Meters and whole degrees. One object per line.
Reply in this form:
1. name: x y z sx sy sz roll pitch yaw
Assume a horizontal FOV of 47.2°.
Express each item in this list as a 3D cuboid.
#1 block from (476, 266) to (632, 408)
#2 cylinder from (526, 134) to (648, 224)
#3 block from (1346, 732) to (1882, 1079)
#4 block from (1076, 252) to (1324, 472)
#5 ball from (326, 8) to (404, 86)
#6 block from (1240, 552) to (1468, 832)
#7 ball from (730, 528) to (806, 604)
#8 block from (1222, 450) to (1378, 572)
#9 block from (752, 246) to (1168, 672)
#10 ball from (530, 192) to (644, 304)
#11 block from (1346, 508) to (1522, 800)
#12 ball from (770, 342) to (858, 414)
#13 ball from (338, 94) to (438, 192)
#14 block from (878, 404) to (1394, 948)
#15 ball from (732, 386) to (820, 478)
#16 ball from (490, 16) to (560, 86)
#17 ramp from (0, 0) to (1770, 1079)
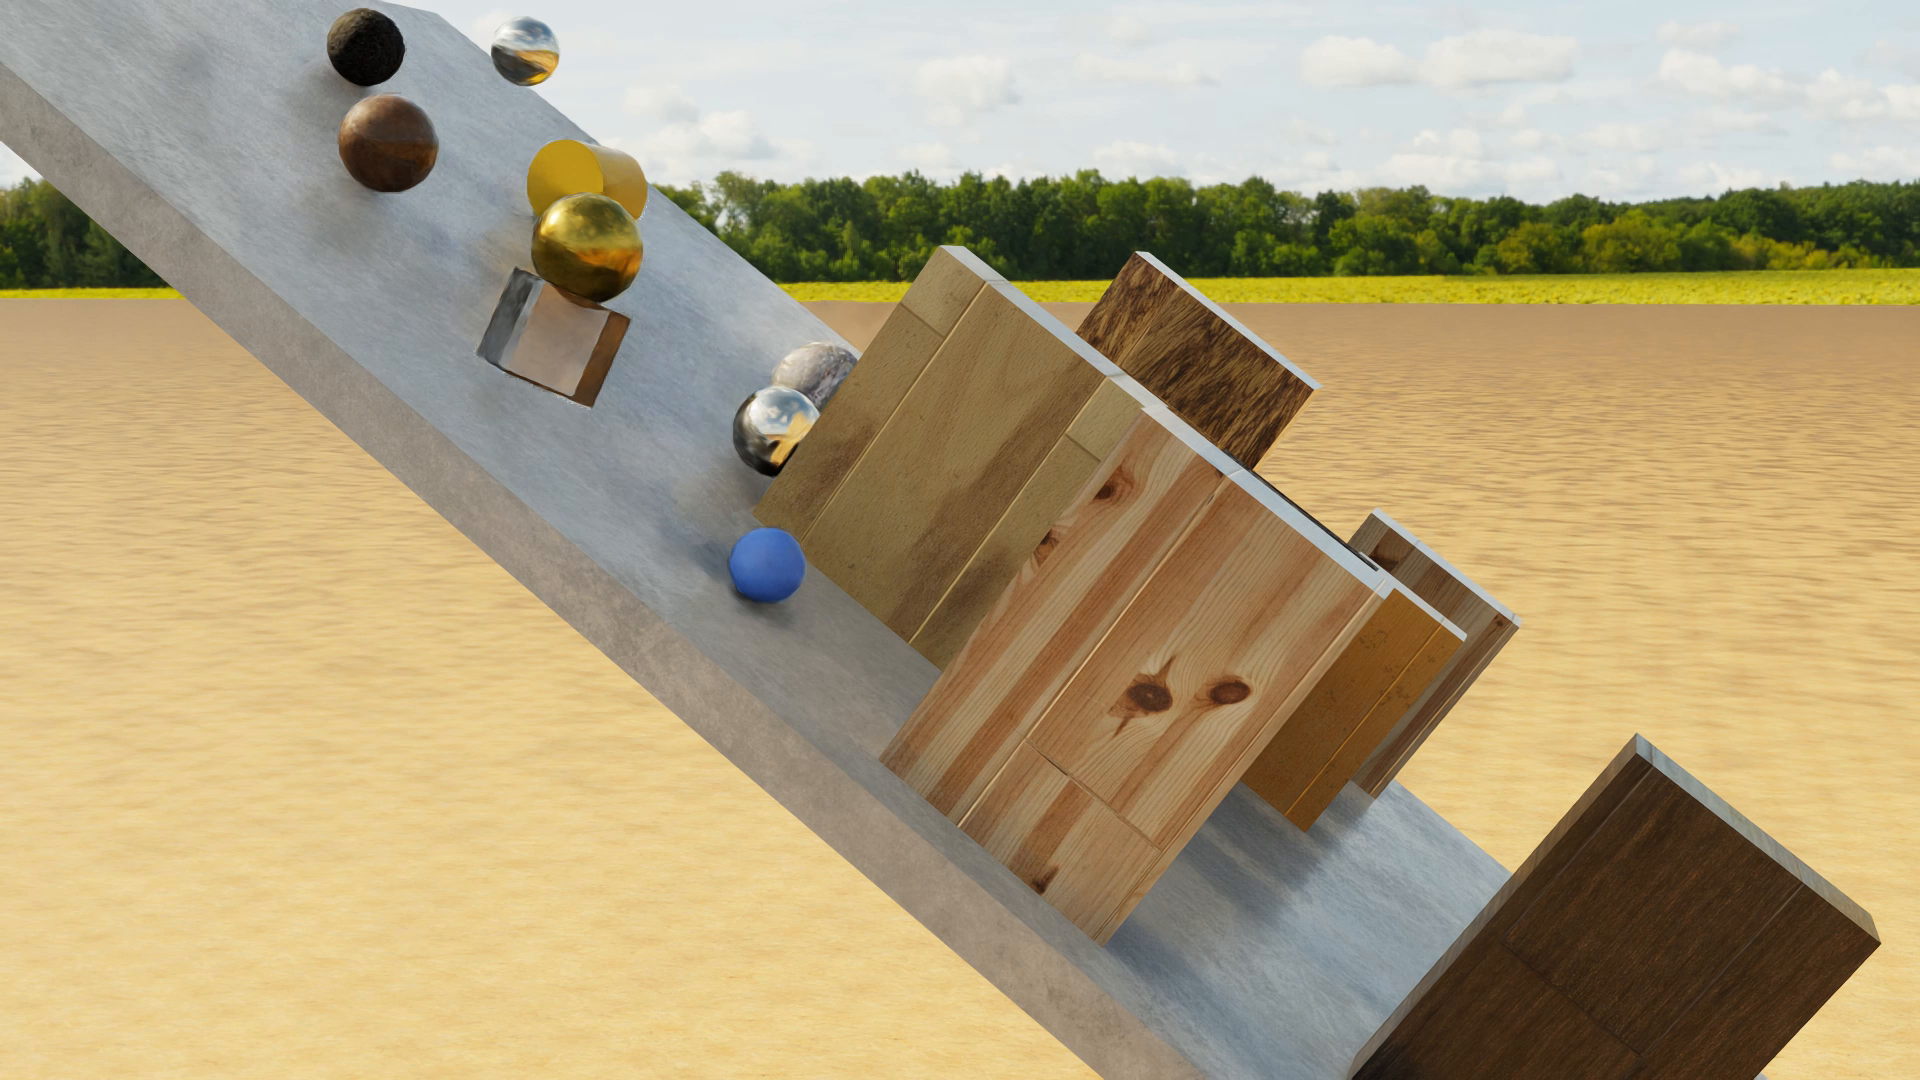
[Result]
1. block: -0.636 -0.317 3.434 0.152 0.152 0.152 23 2 -33
2. cylinder: -0.757 -0.716 4.466 0.175 0.175 0.175 4 -5 29
3. block: 0.925 0.667 3.165 0.406 0.657 0.143 39 16 9
4. block: 0.346 -0.184 4.407 0.443 0.644 0.125 39 16 9
5. ball: -1.184 -0.981 4.380 0.150 0.150 0.150 0 7 0
6. block: 0.700 0.286 4.129 0.248 0.471 0.084 39 16 9
7. ball: -0.296 0.039 3.386 0.117 0.117 0.117 0 7 0
8. block: 0.432 0.153 3.857 0.337 0.518 0.128 39 16 9
9. block: -0.005 -0.132 3.672 0.441 0.560 0.135 39 16 9
10. ball: -0.687 -0.536 4.050 0.205 0.205 0.205 0 7 0
11. block: 0.879 0.238 4.641 0.380 0.473 0.112 39 16 9
12. ball: -0.270 -0.286 4.238 0.191 0.191 0.191 0 7 0
13. ball: -1.013 -0.703 3.898 0.173 0.173 0.173 0 7 0
14. block: 0.243 0.191 3.119 0.418 0.641 0.131 39 16 9
15. ball: -0.317 -0.188 3.832 0.159 0.159 0.159 0 7 0
16. ball: -0.861 -0.968 4.358 0.137 0.137 0.137 0 7 0
17. ramp: -0.057 0.118 4.066 4.000 0.100 2.000 39 16 9
